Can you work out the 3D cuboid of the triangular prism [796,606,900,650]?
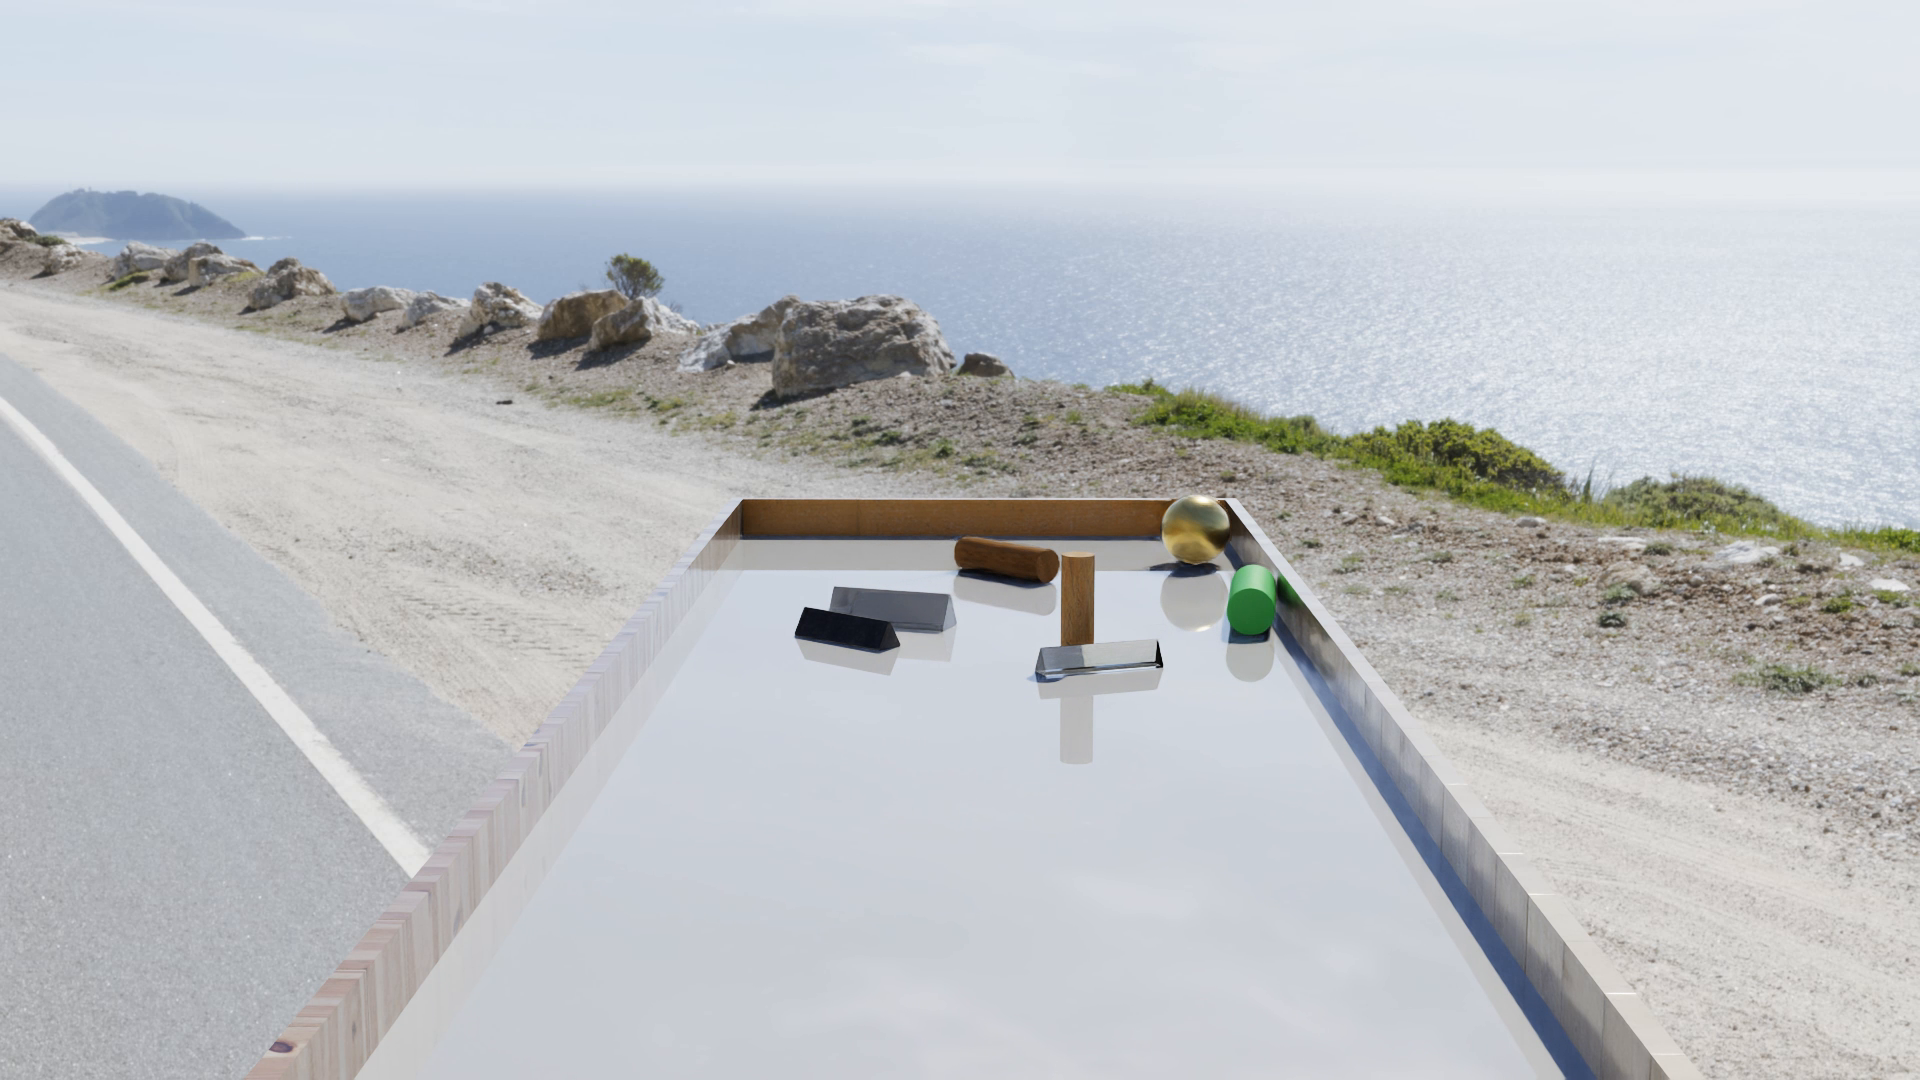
[{"bbox_3d":[-0.360,0.276,6.982,0.373,0.085,0.098,8,12,41],"label":"triangular prism"}]

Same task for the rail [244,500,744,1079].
[{"bbox_3d":[-1.004,0.839,3.234,0.050,0.150,12.000,0,9,1],"label":"rail"}]

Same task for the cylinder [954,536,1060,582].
[{"bbox_3d":[0.171,0.071,8.173,0.123,0.123,0.433,-8,12,-43],"label":"cylinder"}]

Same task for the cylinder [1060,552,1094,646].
[{"bbox_3d":[0.359,0.202,6.704,0.102,0.322,0.102,0,9,0],"label":"cylinder"}]

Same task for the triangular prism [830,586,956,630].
[{"bbox_3d":[-0.226,0.219,7.253,0.411,0.111,0.128,3,9,20],"label":"triangular prism"}]

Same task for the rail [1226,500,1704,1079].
[{"bbox_3d":[1.046,0.843,3.208,0.050,0.150,12.000,0,9,1],"label":"rail"}]

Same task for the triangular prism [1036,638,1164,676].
[{"bbox_3d":[0.417,0.346,6.569,0.380,0.077,0.088,-3,9,-20],"label":"triangular prism"}]

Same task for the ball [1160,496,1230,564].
[{"bbox_3d":[0.901,-0.039,8.413,0.265,0.265,0.265,0,9,0],"label":"ball"}]

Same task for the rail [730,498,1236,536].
[{"bbox_3d":[0.099,-0.098,9.147,2.100,0.150,0.050,0,9,1],"label":"rail"}]

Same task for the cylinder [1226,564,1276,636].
[{"bbox_3d":[0.967,0.195,7.283,0.154,0.154,0.454,1,9,8],"label":"cylinder"}]
